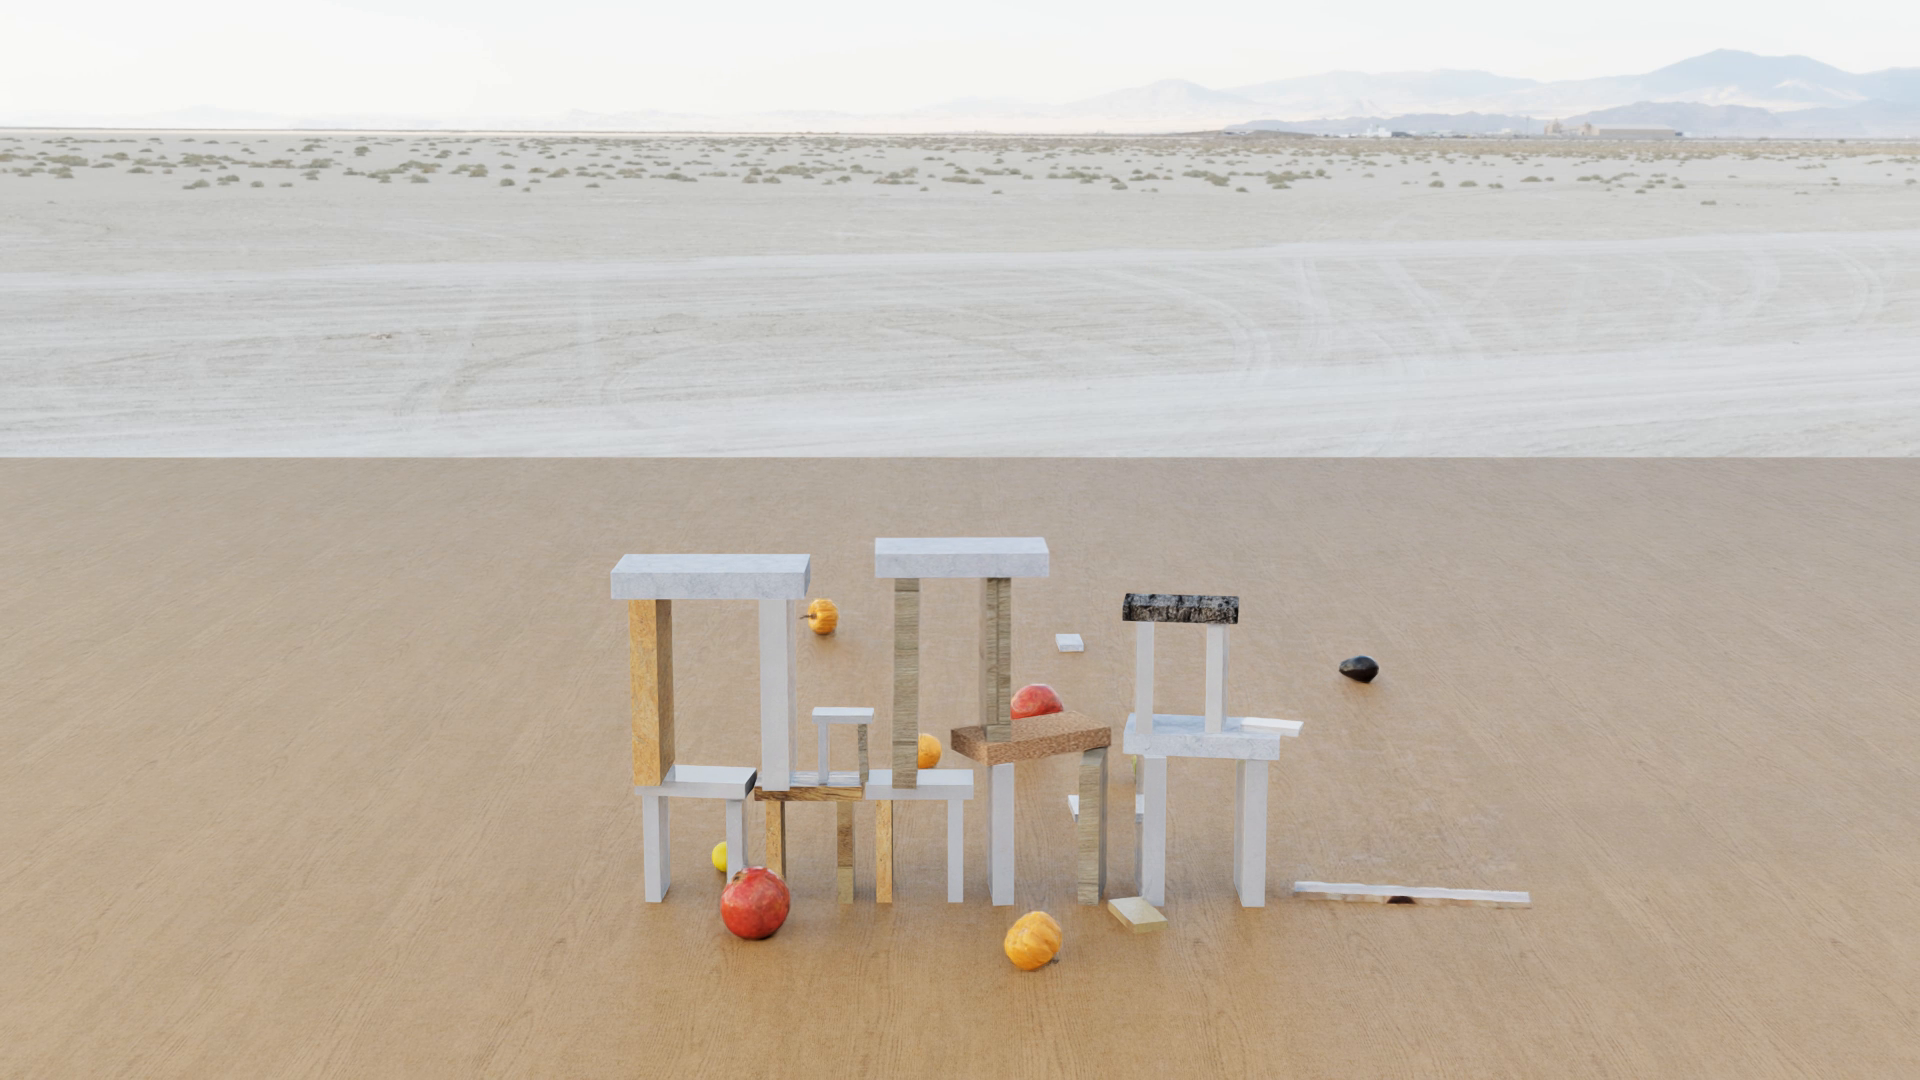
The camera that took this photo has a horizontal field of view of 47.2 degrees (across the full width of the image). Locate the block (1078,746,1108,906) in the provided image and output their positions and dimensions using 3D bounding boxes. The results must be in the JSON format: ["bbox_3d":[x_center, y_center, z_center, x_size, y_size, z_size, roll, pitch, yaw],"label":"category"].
[{"bbox_3d":[0.221,0.472,3.649,0.034,0.239,0.120,2,11,10],"label":"block"}]

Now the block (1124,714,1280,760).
[{"bbox_3d":[0.400,0.324,3.625,0.252,0.036,0.126,2,11,9],"label":"block"}]

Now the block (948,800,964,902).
[{"bbox_3d":[-0.007,0.503,3.654,0.025,0.176,0.088,0,11,0],"label":"block"}]

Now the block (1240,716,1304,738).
[{"bbox_3d":[0.510,0.305,3.590,0.094,0.013,0.047,4,11,19],"label":"block"}]

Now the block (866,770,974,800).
[{"bbox_3d":[-0.066,0.404,3.636,0.176,0.025,0.088,0,11,0],"label":"block"}]

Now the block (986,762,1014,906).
[{"bbox_3d":[0.067,0.472,3.649,0.034,0.239,0.120,-1,11,-4],"label":"block"}]

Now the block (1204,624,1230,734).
[{"bbox_3d":[0.422,0.216,3.602,0.026,0.185,0.093,2,11,13],"label":"block"}]

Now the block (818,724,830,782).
[{"bbox_3d":[-0.224,0.344,3.620,0.014,0.100,0.050,0,11,1],"label":"block"}]

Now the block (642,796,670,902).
[{"bbox_3d":[-0.504,0.499,3.656,0.026,0.184,0.092,0,11,2],"label":"block"}]

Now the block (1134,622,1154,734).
[{"bbox_3d":[0.302,0.216,3.601,0.026,0.185,0.093,1,11,3],"label":"block"}]

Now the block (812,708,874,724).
[{"bbox_3d":[-0.192,0.288,3.610,0.099,0.014,0.049,0,11,1],"label":"block"}]

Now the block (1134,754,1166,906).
[{"bbox_3d":[0.315,0.466,3.646,0.036,0.252,0.126,0,11,-2],"label":"block"}]

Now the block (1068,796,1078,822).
[{"bbox_3d":[0.237,0.501,4.103,0.059,0.017,0.117,-1,11,-3],"label":"block"}]

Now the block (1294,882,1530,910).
[{"bbox_3d":[0.746,0.588,3.640,0.382,0.013,0.047,2,11,8],"label":"block"}]

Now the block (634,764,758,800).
[{"bbox_3d":[-0.434,0.398,3.626,0.184,0.026,0.092,1,11,7],"label":"block"}]

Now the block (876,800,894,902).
[{"bbox_3d":[-0.125,0.503,3.654,0.025,0.176,0.088,0,11,0],"label":"block"}]

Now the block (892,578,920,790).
[{"bbox_3d":[-0.087,0.220,3.602,0.039,0.349,0.139,1,11,0],"label":"block"}]

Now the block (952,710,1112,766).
[{"bbox_3d":[0.119,0.329,3.666,0.239,0.034,0.120,-6,12,-28],"label":"block"}]

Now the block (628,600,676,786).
[{"bbox_3d":[-0.504,0.232,3.605,0.044,0.308,0.154,0,11,2],"label":"block"}]

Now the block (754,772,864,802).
[{"bbox_3d":[-0.247,0.406,3.629,0.175,0.025,0.088,0,11,1],"label":"block"}]

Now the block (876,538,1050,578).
[{"bbox_3d":[0.002,0.028,3.571,0.277,0.039,0.139,0,11,-2],"label":"block"}]

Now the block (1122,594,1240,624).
[{"bbox_3d":[0.360,0.112,3.582,0.185,0.026,0.093,1,11,8],"label":"block"}]

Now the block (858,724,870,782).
[{"bbox_3d":[-0.159,0.344,3.620,0.014,0.099,0.049,-2,11,1],"label":"block"}]

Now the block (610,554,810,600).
[{"bbox_3d":[-0.402,0.059,3.576,0.308,0.044,0.154,0,11,0],"label":"block"}]

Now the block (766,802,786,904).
[{"bbox_3d":[-0.305,0.505,3.649,0.025,0.175,0.088,0,11,0],"label":"block"}]

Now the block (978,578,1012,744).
[{"bbox_3d":[0.057,0.181,3.617,0.039,0.277,0.139,-1,11,-5],"label":"block"}]

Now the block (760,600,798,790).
[{"bbox_3d":[-0.297,0.236,3.608,0.044,0.317,0.154,0,11,1],"label":"block"}]

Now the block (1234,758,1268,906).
[{"bbox_3d":[0.481,0.466,3.645,0.036,0.252,0.126,0,11,0],"label":"block"}]

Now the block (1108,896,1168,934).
[{"bbox_3d":[0.286,0.604,3.546,0.059,0.017,0.117,-3,11,-16],"label":"block"}]

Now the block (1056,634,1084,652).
[{"bbox_3d":[0.271,0.253,5.437,0.059,0.017,0.117,0,11,-3],"label":"block"}]

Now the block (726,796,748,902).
[{"bbox_3d":[-0.370,0.499,3.657,0.026,0.184,0.092,0,11,0],"label":"block"}]

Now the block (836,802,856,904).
[{"bbox_3d":[-0.189,0.505,3.649,0.025,0.176,0.088,0,11,0],"label":"block"}]
